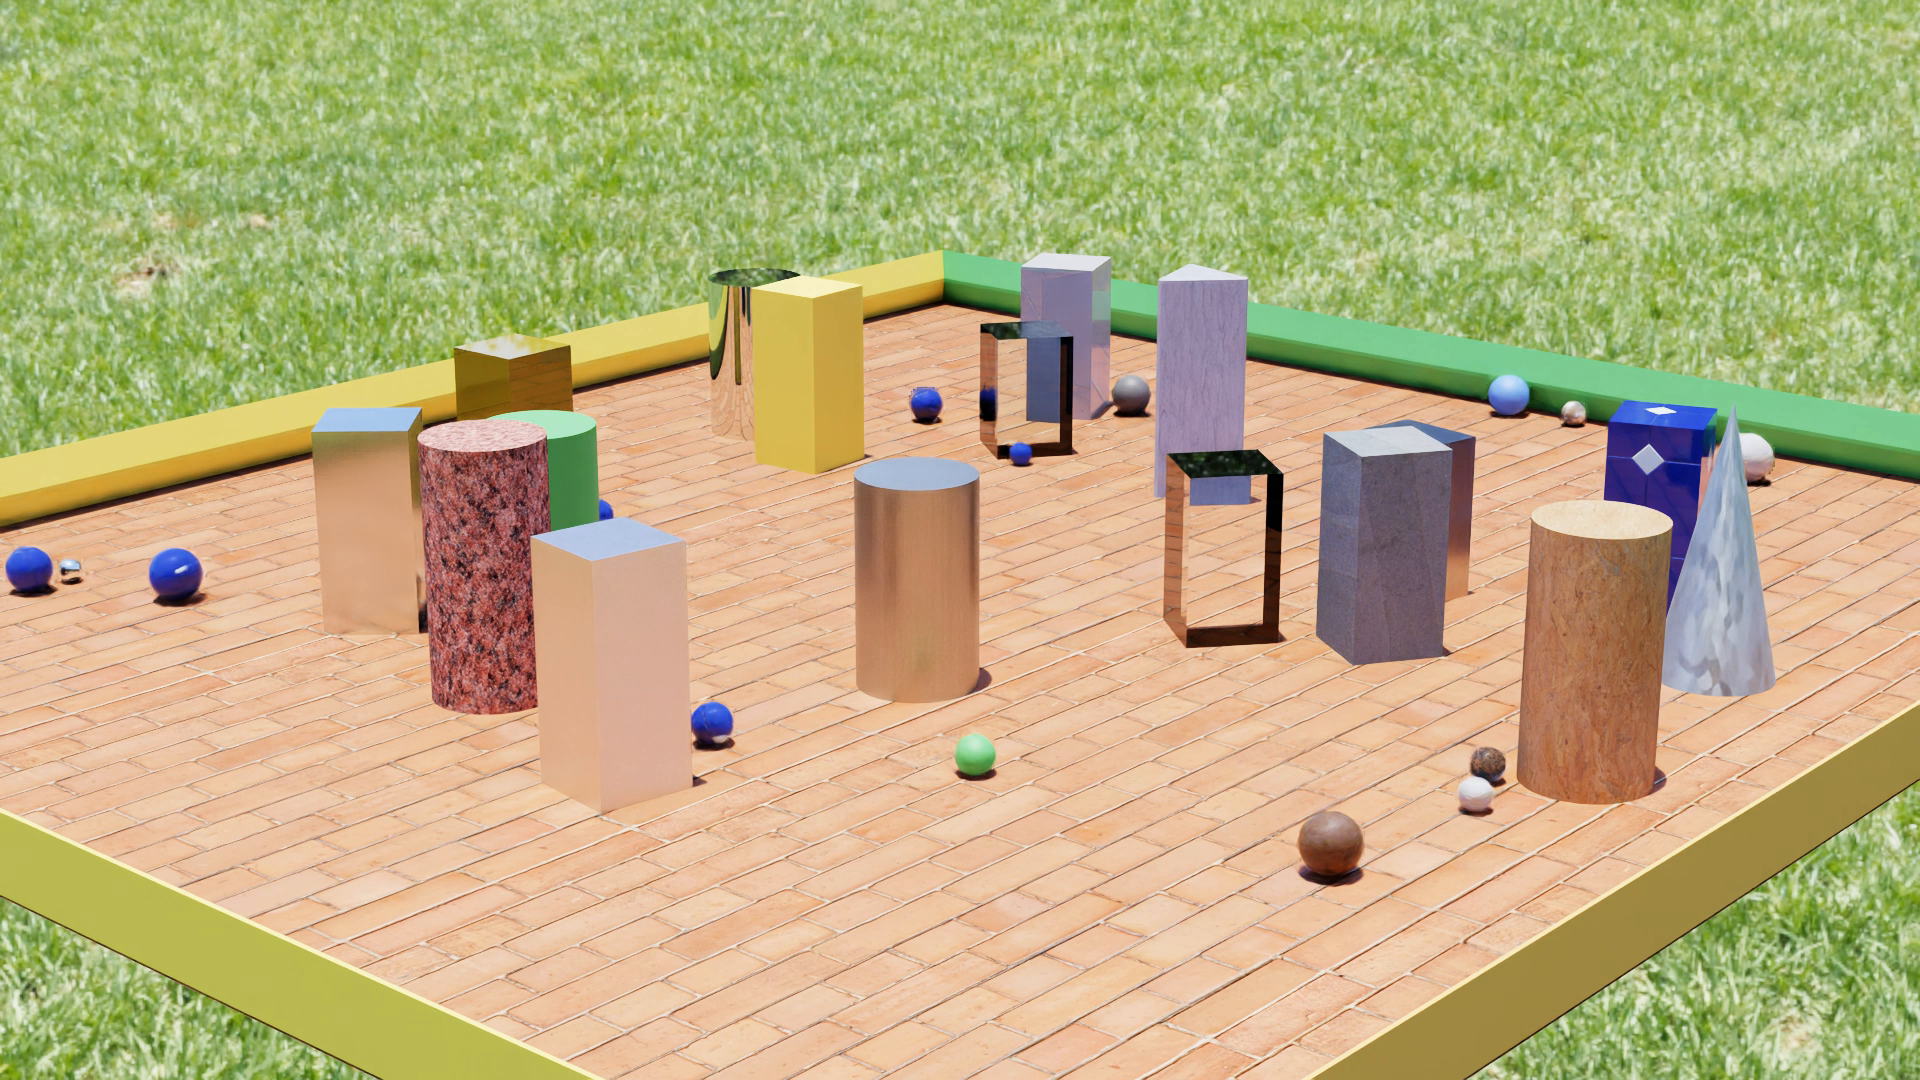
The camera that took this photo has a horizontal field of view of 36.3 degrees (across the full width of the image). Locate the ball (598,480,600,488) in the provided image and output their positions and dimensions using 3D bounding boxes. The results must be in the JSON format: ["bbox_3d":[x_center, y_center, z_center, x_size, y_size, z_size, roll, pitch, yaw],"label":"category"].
[{"bbox_3d":[-0.733,-0.109,5.705,0.063,0.063,0.063,0,17,0],"label":"ball"}]

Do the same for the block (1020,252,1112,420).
[{"bbox_3d":[0.229,-0.442,6.353,0.158,0.327,0.158,5,18,17],"label":"block"}]

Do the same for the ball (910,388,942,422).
[{"bbox_3d":[-0.072,-0.290,6.294,0.071,0.071,0.071,0,17,0],"label":"ball"}]

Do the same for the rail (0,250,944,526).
[{"bbox_3d":[-1.222,-0.274,6.136,0.045,0.128,3.646,14,22,39],"label":"rail"}]

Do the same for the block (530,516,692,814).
[{"bbox_3d":[-0.500,0.177,4.215,0.158,0.375,0.158,-14,21,-38],"label":"block"}]

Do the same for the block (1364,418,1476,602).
[{"bbox_3d":[0.777,-0.044,5.101,0.158,0.287,0.158,-13,21,-37],"label":"block"}]

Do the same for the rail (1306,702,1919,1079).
[{"bbox_3d":[1.222,0.338,4.104,0.045,0.128,3.646,14,22,39],"label":"rail"}]

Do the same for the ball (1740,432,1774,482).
[{"bbox_3d":[1.565,-0.163,5.824,0.099,0.099,0.099,0,17,0],"label":"ball"}]

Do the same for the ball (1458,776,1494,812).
[{"bbox_3d":[0.732,0.361,4.167,0.051,0.051,0.051,0,17,0],"label":"ball"}]

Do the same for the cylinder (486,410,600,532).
[{"bbox_3d":[-0.709,-0.030,4.961,0.198,0.341,0.198,0,17,0],"label":"cylinder"}]

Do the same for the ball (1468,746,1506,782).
[{"bbox_3d":[0.769,0.327,4.274,0.053,0.053,0.053,0,17,0],"label":"ball"}]

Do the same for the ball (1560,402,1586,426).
[{"bbox_3d":[1.309,-0.270,6.257,0.053,0.053,0.053,0,17,0],"label":"ball"}]

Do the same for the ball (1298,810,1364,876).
[{"bbox_3d":[0.499,0.408,3.944,0.089,0.089,0.089,0,17,0],"label":"ball"}]

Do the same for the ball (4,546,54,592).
[{"bbox_3d":[-1.632,0.052,5.141,0.081,0.081,0.081,0,17,0],"label":"ball"}]

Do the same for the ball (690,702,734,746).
[{"bbox_3d":[-0.374,0.277,4.420,0.066,0.066,0.066,0,17,0],"label":"ball"}]

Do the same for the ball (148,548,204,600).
[{"bbox_3d":[-1.362,0.060,5.094,0.092,0.092,0.092,0,17,0],"label":"ball"}]

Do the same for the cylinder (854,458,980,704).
[{"bbox_3d":[-0.068,0.062,4.646,0.198,0.347,0.198,0,17,0],"label":"cylinder"}]

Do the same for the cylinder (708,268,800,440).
[{"bbox_3d":[-0.430,-0.393,6.189,0.198,0.328,0.198,0,17,0],"label":"cylinder"}]

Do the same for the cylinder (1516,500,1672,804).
[{"bbox_3d":[0.914,0.160,4.232,0.198,0.397,0.198,0,17,0],"label":"cylinder"}]

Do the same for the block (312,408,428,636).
[{"bbox_3d":[-0.990,-0.032,4.947,0.158,0.354,0.158,0,17,-2],"label":"block"}]

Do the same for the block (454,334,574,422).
[{"bbox_3d":[-0.862,-0.229,5.689,0.158,0.302,0.158,14,21,38],"label":"block"}]

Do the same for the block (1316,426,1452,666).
[{"bbox_3d":[0.694,0.008,4.816,0.158,0.352,0.158,-5,17,-15],"label":"block"}]

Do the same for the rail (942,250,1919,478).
[{"bbox_3d":[1.180,-0.360,6.421,3.285,0.128,0.045,14,22,39],"label":"rail"}]

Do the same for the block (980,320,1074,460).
[{"bbox_3d":[0.136,-0.311,6.052,0.158,0.250,0.158,-4,17,-12],"label":"block"}]

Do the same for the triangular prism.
[{"bbox_3d":[0.459,-0.313,5.743,0.171,0.432,0.148,-2,17,-5],"label":"triangular prism"}]

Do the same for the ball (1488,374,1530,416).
[{"bbox_3d":[1.187,-0.314,6.340,0.089,0.089,0.089,0,17,0],"label":"ball"}]

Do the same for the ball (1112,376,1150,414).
[{"bbox_3d":[0.370,-0.314,6.349,0.085,0.085,0.085,0,17,0],"label":"ball"}]

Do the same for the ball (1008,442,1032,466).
[{"bbox_3d":[0.123,-0.175,5.951,0.048,0.048,0.048,0,17,0],"label":"ball"}]

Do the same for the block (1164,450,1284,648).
[{"bbox_3d":[0.438,0.013,4.901,0.158,0.293,0.158,-3,17,-10],"label":"block"}]

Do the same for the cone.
[{"bbox_3d":[1.213,0.001,4.660,0.198,0.457,0.198,0,17,0],"label":"cone"}]

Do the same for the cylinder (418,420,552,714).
[{"bbox_3d":[-0.737,0.041,4.585,0.198,0.423,0.198,0,17,0],"label":"cylinder"}]

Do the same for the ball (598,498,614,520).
[{"bbox_3d":[-0.680,-0.045,5.488,0.065,0.065,0.065,0,17,0],"label":"ball"}]

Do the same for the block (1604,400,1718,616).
[{"bbox_3d":[1.199,-0.053,5.045,0.158,0.336,0.158,7,18,21],"label":"block"}]

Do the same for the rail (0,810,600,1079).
[{"bbox_3d":[-1.180,0.424,3.819,3.285,0.128,0.045,14,22,39],"label":"rail"}]

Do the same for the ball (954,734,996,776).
[{"bbox_3d":[0.022,0.315,4.302,0.061,0.061,0.061,0,17,0],"label":"ball"}]

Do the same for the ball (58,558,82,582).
[{"bbox_3d":[-1.579,0.053,5.203,0.042,0.042,0.042,0,17,0],"label":"ball"}]

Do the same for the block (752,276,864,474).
[{"bbox_3d":[-0.307,-0.336,5.942,0.158,0.361,0.158,12,21,35],"label":"block"}]
